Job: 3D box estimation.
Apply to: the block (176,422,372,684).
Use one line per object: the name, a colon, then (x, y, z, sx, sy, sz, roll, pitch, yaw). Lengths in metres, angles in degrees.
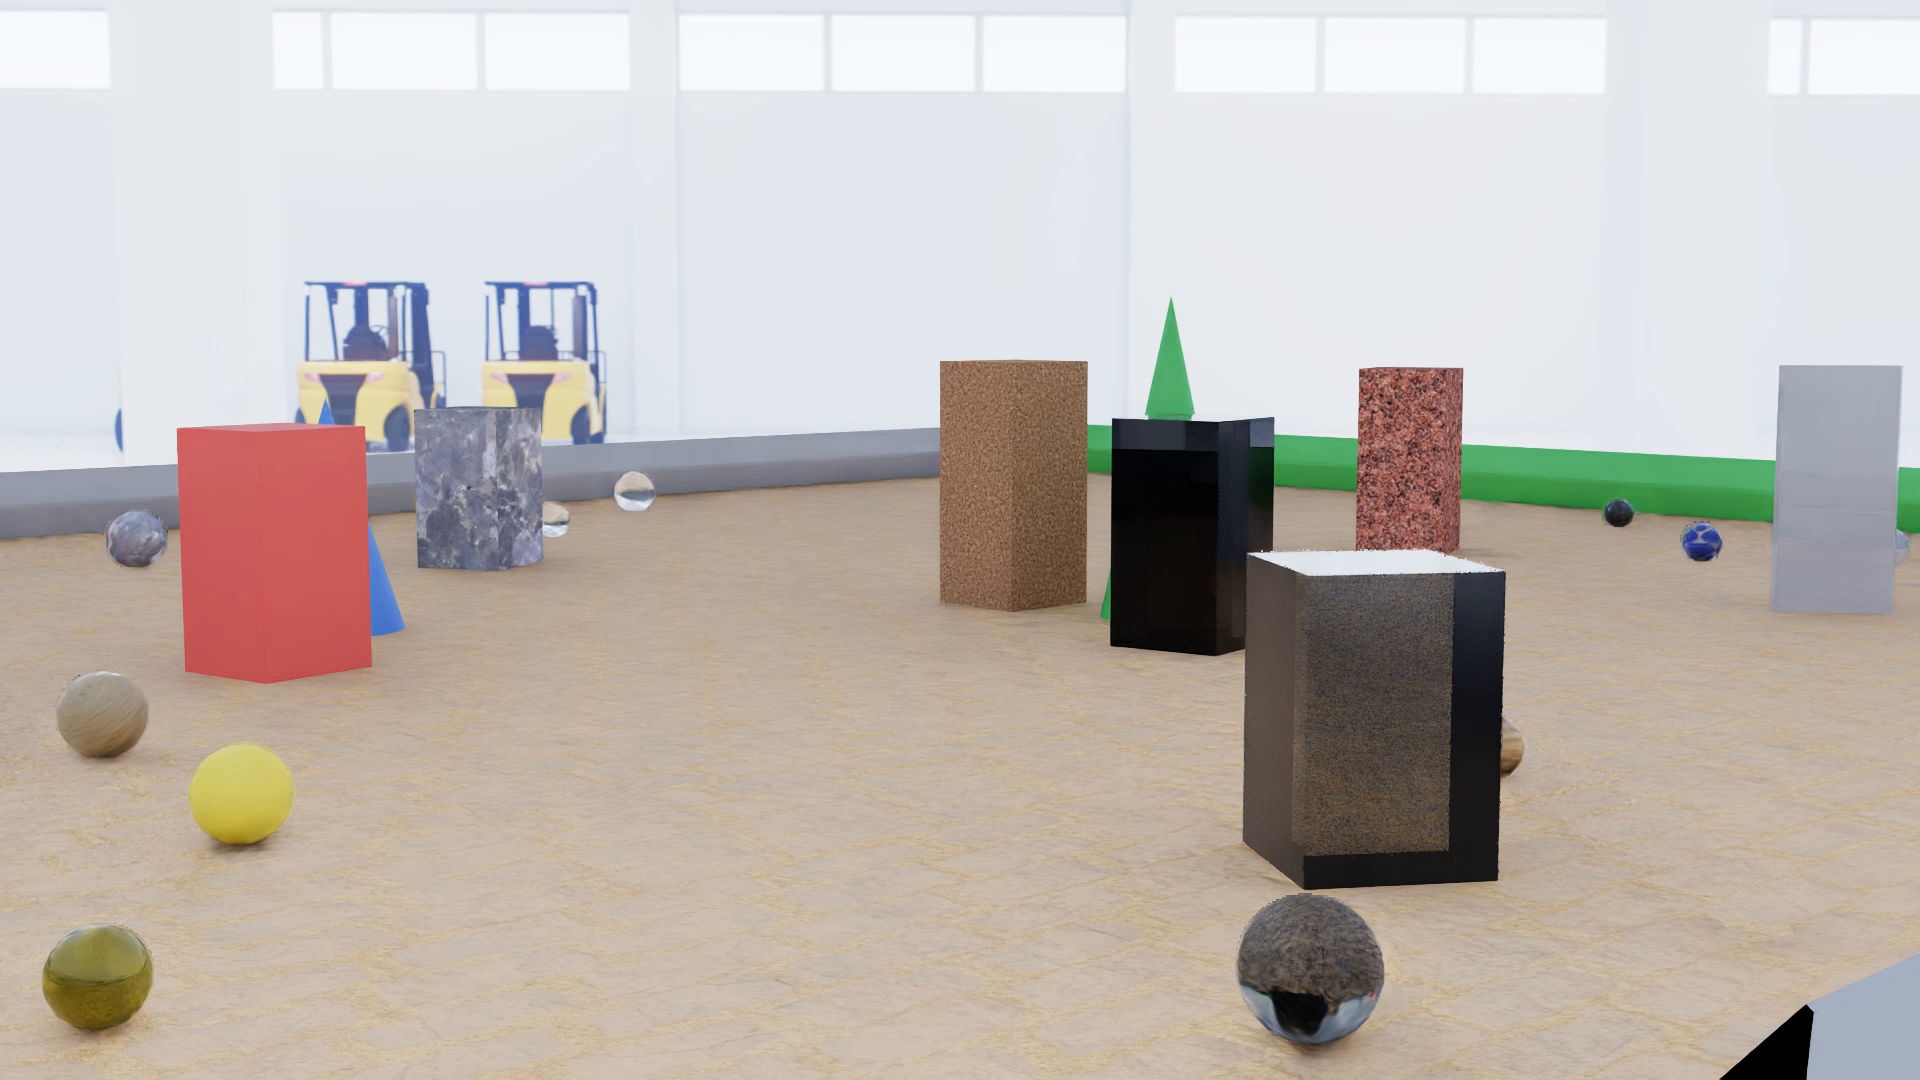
block: (-0.849, 0.011, 2.726, 0.159, 0.302, 0.159, 4, 7, 35)

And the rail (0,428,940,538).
rail: (-1.328, -0.116, 4.763, 4.314, 0.129, 0.045, -5, 8, -42)

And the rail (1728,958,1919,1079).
rail: (1.328, 0.183, 1.901, 4.314, 0.129, 0.045, -5, 8, -42)

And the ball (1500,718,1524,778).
ball: (0.506, 0.198, 2.095, 0.061, 0.061, 0.061, 0, 6, 0)

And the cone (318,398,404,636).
cone: (-0.880, -0.036, 3.066, 0.198, 0.325, 0.198, 0, 6, 0)

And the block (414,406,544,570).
block: (-0.843, -0.094, 3.861, 0.159, 0.274, 0.159, 2, 6, 18)

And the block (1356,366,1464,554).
block: (0.833, -0.148, 4.072, 0.159, 0.339, 0.159, 3, 7, 24)

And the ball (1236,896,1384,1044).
ball: (0.214, 0.262, 1.341, 0.089, 0.089, 0.089, 0, 6, 0)

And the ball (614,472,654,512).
ball: (-0.722, -0.107, 4.878, 0.089, 0.089, 0.089, 0, 6, 0)

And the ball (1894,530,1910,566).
ball: (1.624, 0.013, 3.841, 0.067, 0.067, 0.067, 0, 6, 0)

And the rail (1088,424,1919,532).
rail: (1.568, -0.116, 4.771, 0.045, 0.129, 3.963, -5, 8, -42)

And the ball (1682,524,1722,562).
ball: (1.321, 0.005, 3.914, 0.068, 0.068, 0.068, 0, 6, 0)

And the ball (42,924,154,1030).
ball: (-0.536, 0.272, 1.367, 0.065, 0.065, 0.065, 0, 6, 0)

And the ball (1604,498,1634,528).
ball: (1.357, -0.056, 4.529, 0.060, 0.060, 0.060, 0, 6, 0)

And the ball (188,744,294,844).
ball: (-0.601, 0.213, 1.840, 0.084, 0.084, 0.084, 0, 6, 0)

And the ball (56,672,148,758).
ball: (-0.855, 0.175, 2.194, 0.086, 0.086, 0.086, 0, 6, 0)

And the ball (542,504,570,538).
ball: (-0.800, -0.038, 4.320, 0.067, 0.067, 0.067, 0, 6, 0)

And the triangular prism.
triangular prism: (1.300, -0.082, 3.311, 0.172, 0.365, 0.149, 1, 6, 7)

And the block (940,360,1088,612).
block: (0.081, -0.088, 3.351, 0.159, 0.369, 0.159, -5, 8, -42)

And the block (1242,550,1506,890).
block: (0.330, 0.139, 1.774, 0.159, 0.244, 0.159, -1, 6, -10)

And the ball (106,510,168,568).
ball: (-1.429, -0.001, 3.818, 0.099, 0.099, 0.099, 0, 6, 0)

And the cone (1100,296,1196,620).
cone: (0.304, -0.121, 3.190, 0.198, 0.468, 0.198, 0, 6, 0)

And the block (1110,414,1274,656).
block: (0.310, -0.012, 2.935, 0.159, 0.304, 0.159, 4, 7, 34)
